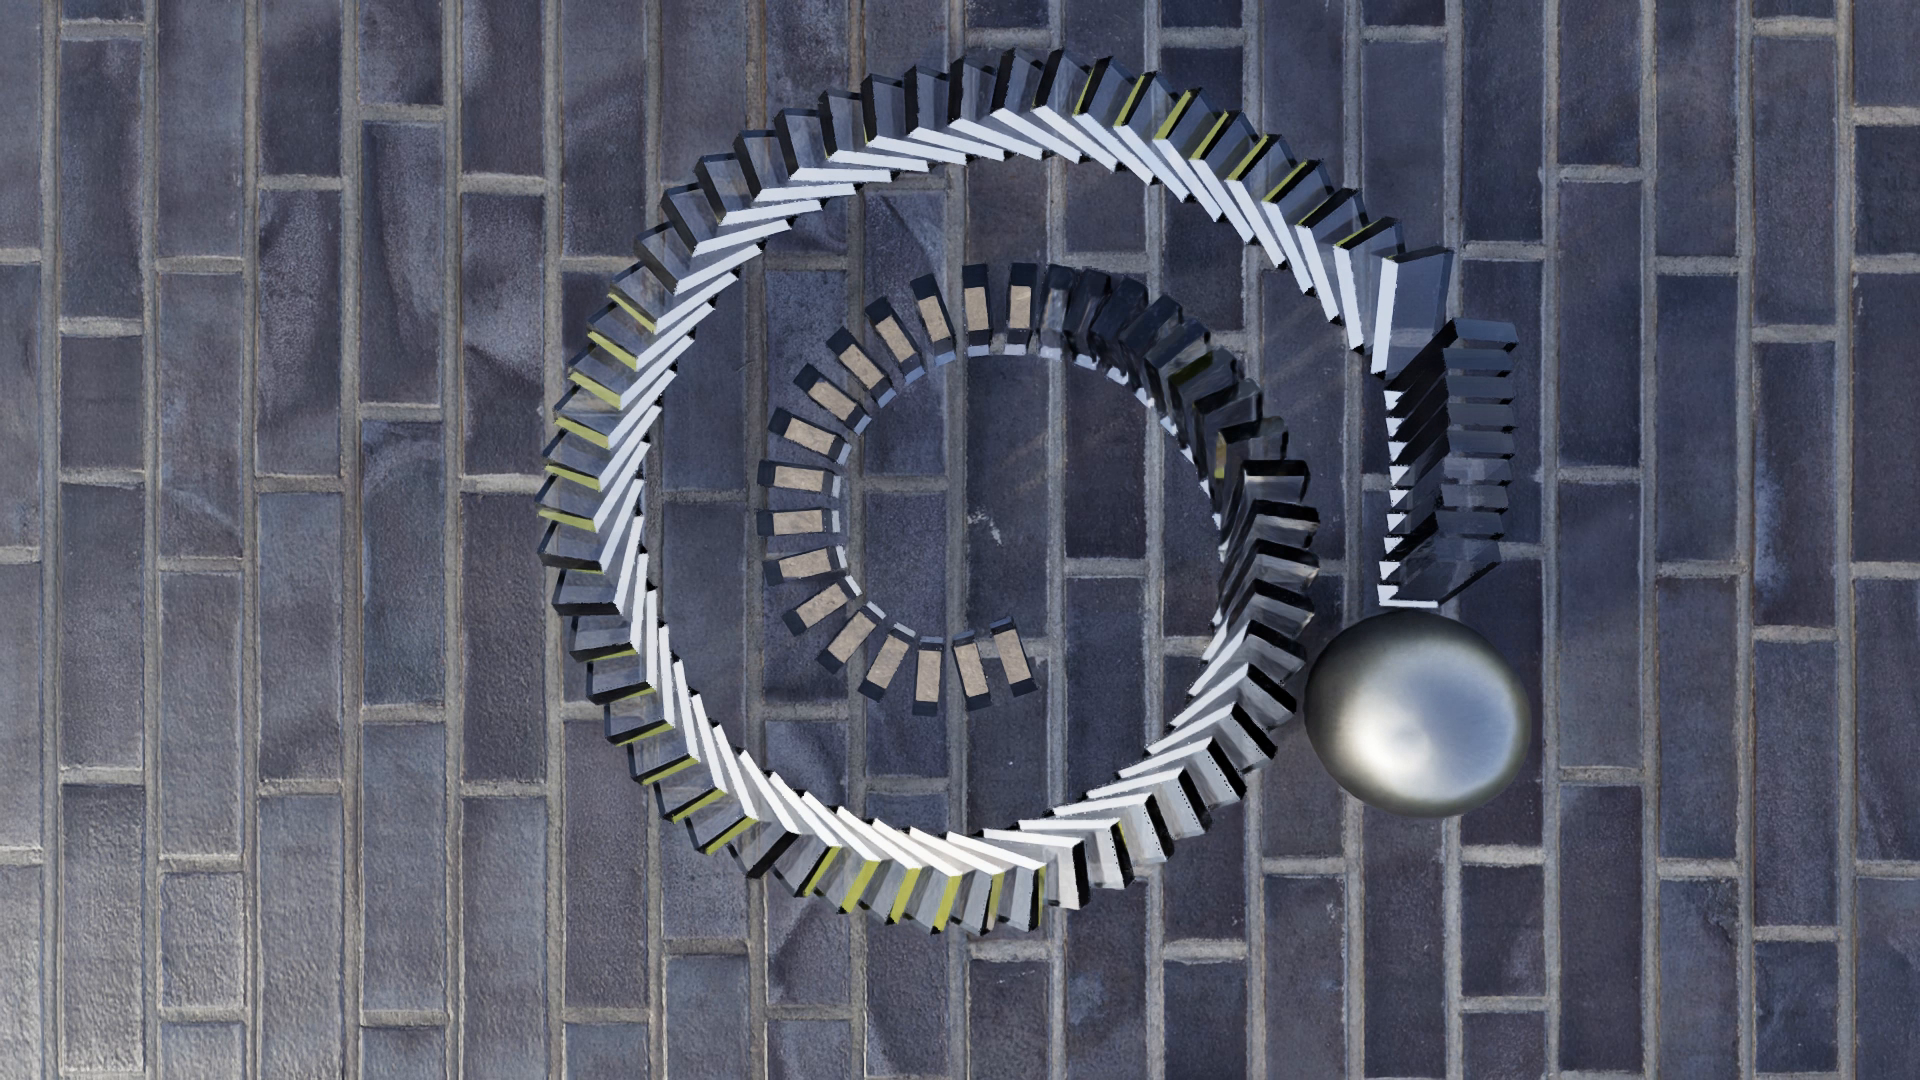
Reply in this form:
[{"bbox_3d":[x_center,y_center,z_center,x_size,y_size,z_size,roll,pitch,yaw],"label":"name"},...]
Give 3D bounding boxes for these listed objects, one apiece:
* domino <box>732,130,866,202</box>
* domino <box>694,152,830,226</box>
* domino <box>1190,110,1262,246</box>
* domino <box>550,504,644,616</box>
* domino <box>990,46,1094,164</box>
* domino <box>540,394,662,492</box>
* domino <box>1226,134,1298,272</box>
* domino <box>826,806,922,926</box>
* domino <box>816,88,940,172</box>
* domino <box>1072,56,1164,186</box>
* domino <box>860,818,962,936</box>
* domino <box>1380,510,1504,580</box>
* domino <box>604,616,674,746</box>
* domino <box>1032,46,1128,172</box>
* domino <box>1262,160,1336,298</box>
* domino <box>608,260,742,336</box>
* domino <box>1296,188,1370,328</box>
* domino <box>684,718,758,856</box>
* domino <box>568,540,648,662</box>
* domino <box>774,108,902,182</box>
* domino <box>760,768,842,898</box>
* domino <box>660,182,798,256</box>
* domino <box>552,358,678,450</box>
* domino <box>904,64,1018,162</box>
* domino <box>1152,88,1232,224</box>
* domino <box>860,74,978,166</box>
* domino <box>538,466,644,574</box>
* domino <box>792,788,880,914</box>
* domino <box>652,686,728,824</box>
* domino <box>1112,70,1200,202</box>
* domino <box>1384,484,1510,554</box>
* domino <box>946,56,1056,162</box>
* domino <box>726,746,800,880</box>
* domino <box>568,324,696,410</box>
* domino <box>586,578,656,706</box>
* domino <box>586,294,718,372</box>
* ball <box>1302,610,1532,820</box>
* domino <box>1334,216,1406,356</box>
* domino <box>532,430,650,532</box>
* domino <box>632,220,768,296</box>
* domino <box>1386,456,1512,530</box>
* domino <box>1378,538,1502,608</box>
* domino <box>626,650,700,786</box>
[{"bbox_3d":[-0.066,-0.157,0.382,0.050,0.010,0.025,-20,89,-35],"label":"domino"},{"bbox_3d":[-0.082,-0.148,0.381,0.050,0.010,0.025,-25,89,-36],"label":"domino"},{"bbox_3d":[0.119,-0.150,0.382,0.050,0.009,0.025,37,90,-35],"label":"domino"},{"bbox_3d":[-0.150,0.008,0.382,0.025,0.010,0.050,-1,54,0],"label":"domino"},{"bbox_3d":[0.037,-0.180,0.382,0.050,0.009,0.025,12,90,-36],"label":"domino"},{"bbox_3d":[-0.148,-0.046,0.382,0.025,0.010,0.050,21,54,1],"label":"domino"},{"bbox_3d":[0.133,-0.140,0.382,0.025,0.010,0.050,-48,125,0],"label":"domino"},{"bbox_3d":[-0.041,0.135,0.382,0.050,0.009,0.025,24,90,36],"label":"domino"},{"bbox_3d":[-0.033,-0.170,0.382,0.050,0.010,0.025,-10,90,-35],"label":"domino"},{"bbox_3d":[0.071,-0.173,0.382,0.050,0.009,0.025,24,89,-35],"label":"domino"},{"bbox_3d":[-0.025,0.139,0.381,0.050,0.010,0.025,20,91,36],"label":"domino"},{"bbox_3d":[0.196,0.004,0.375,0.025,0.050,0.010,2,65,0],"label":"domino"},{"bbox_3d":[-0.134,0.058,0.382,0.025,0.010,0.050,-18,54,0],"label":"domino"},{"bbox_3d":[0.054,-0.178,0.382,0.050,0.009,0.025,19,89,-36],"label":"domino"},{"bbox_3d":[0.147,-0.129,0.382,0.025,0.010,0.050,-43,125,0],"label":"domino"},{"bbox_3d":[-0.118,-0.109,0.382,0.025,0.010,0.050,41,55,0],"label":"domino"},{"bbox_3d":[0.160,-0.117,0.382,0.025,0.010,0.050,-38,125,0],"label":"domino"},{"bbox_3d":[-0.105,0.102,0.381,0.025,0.010,0.050,-35,54,0],"label":"domino"},{"bbox_3d":[-0.146,0.025,0.382,0.025,0.010,0.050,-8,55,0],"label":"domino"},{"bbox_3d":[-0.050,-0.164,0.382,0.050,0.009,0.025,-15,90,-35],"label":"domino"},{"bbox_3d":[-0.074,0.121,0.382,0.050,0.010,0.025,35,90,36],"label":"domino"},{"bbox_3d":[-0.095,-0.137,0.381,0.050,0.009,0.025,-32,90,-36],"label":"domino"},{"bbox_3d":[-0.143,-0.062,0.382,0.025,0.010,0.050,27,55,0],"label":"domino"},{"bbox_3d":[0.001,-0.177,0.382,0.050,0.010,0.025,-2,90,-35],"label":"domino"},{"bbox_3d":[0.104,-0.159,0.382,0.050,0.009,0.025,35,90,-35],"label":"domino"},{"bbox_3d":[-0.016,-0.174,0.382,0.050,0.010,0.025,-5,90,-35],"label":"domino"},{"bbox_3d":[-0.153,-0.011,0.381,0.025,0.010,0.050,8,54,0],"label":"domino"},{"bbox_3d":[-0.058,0.129,0.382,0.050,0.010,0.025,30,90,36],"label":"domino"},{"bbox_3d":[-0.116,0.088,0.381,0.025,0.009,0.050,-29,54,0],"label":"domino"},{"bbox_3d":[0.088,-0.167,0.382,0.050,0.009,0.025,29,90,-35],"label":"domino"},{"bbox_3d":[0.198,-0.007,0.375,0.025,0.050,0.010,2,65,0],"label":"domino"},{"bbox_3d":[0.019,-0.179,0.382,0.050,0.010,0.025,3,90,-35],"label":"domino"},{"bbox_3d":[-0.090,0.112,0.381,0.025,0.009,0.050,-47,53,0],"label":"domino"},{"bbox_3d":[-0.136,-0.079,0.382,0.025,0.009,0.050,32,55,0],"label":"domino"},{"bbox_3d":[-0.141,0.042,0.382,0.025,0.009,0.050,-14,55,0],"label":"domino"},{"bbox_3d":[-0.128,-0.094,0.382,0.025,0.010,0.050,36,55,0],"label":"domino"},{"bbox_3d":[0.177,0.068,0.360,0.080,0.080,0.080,0,90,0],"label":"ball"},{"bbox_3d":[0.173,-0.105,0.382,0.025,0.009,0.050,-29,125,-2],"label":"domino"},{"bbox_3d":[-0.152,-0.029,0.381,0.025,0.009,0.050,17,54,1],"label":"domino"},{"bbox_3d":[-0.107,-0.123,0.381,0.025,0.009,0.050,47,54,0],"label":"domino"},{"bbox_3d":[0.199,-0.017,0.375,0.025,0.050,0.009,2,65,0],"label":"domino"},{"bbox_3d":[0.195,0.014,0.375,0.025,0.050,0.010,2,65,0],"label":"domino"},{"bbox_3d":[-0.126,0.074,0.382,0.025,0.009,0.050,-23,54,0],"label":"domino"}]
